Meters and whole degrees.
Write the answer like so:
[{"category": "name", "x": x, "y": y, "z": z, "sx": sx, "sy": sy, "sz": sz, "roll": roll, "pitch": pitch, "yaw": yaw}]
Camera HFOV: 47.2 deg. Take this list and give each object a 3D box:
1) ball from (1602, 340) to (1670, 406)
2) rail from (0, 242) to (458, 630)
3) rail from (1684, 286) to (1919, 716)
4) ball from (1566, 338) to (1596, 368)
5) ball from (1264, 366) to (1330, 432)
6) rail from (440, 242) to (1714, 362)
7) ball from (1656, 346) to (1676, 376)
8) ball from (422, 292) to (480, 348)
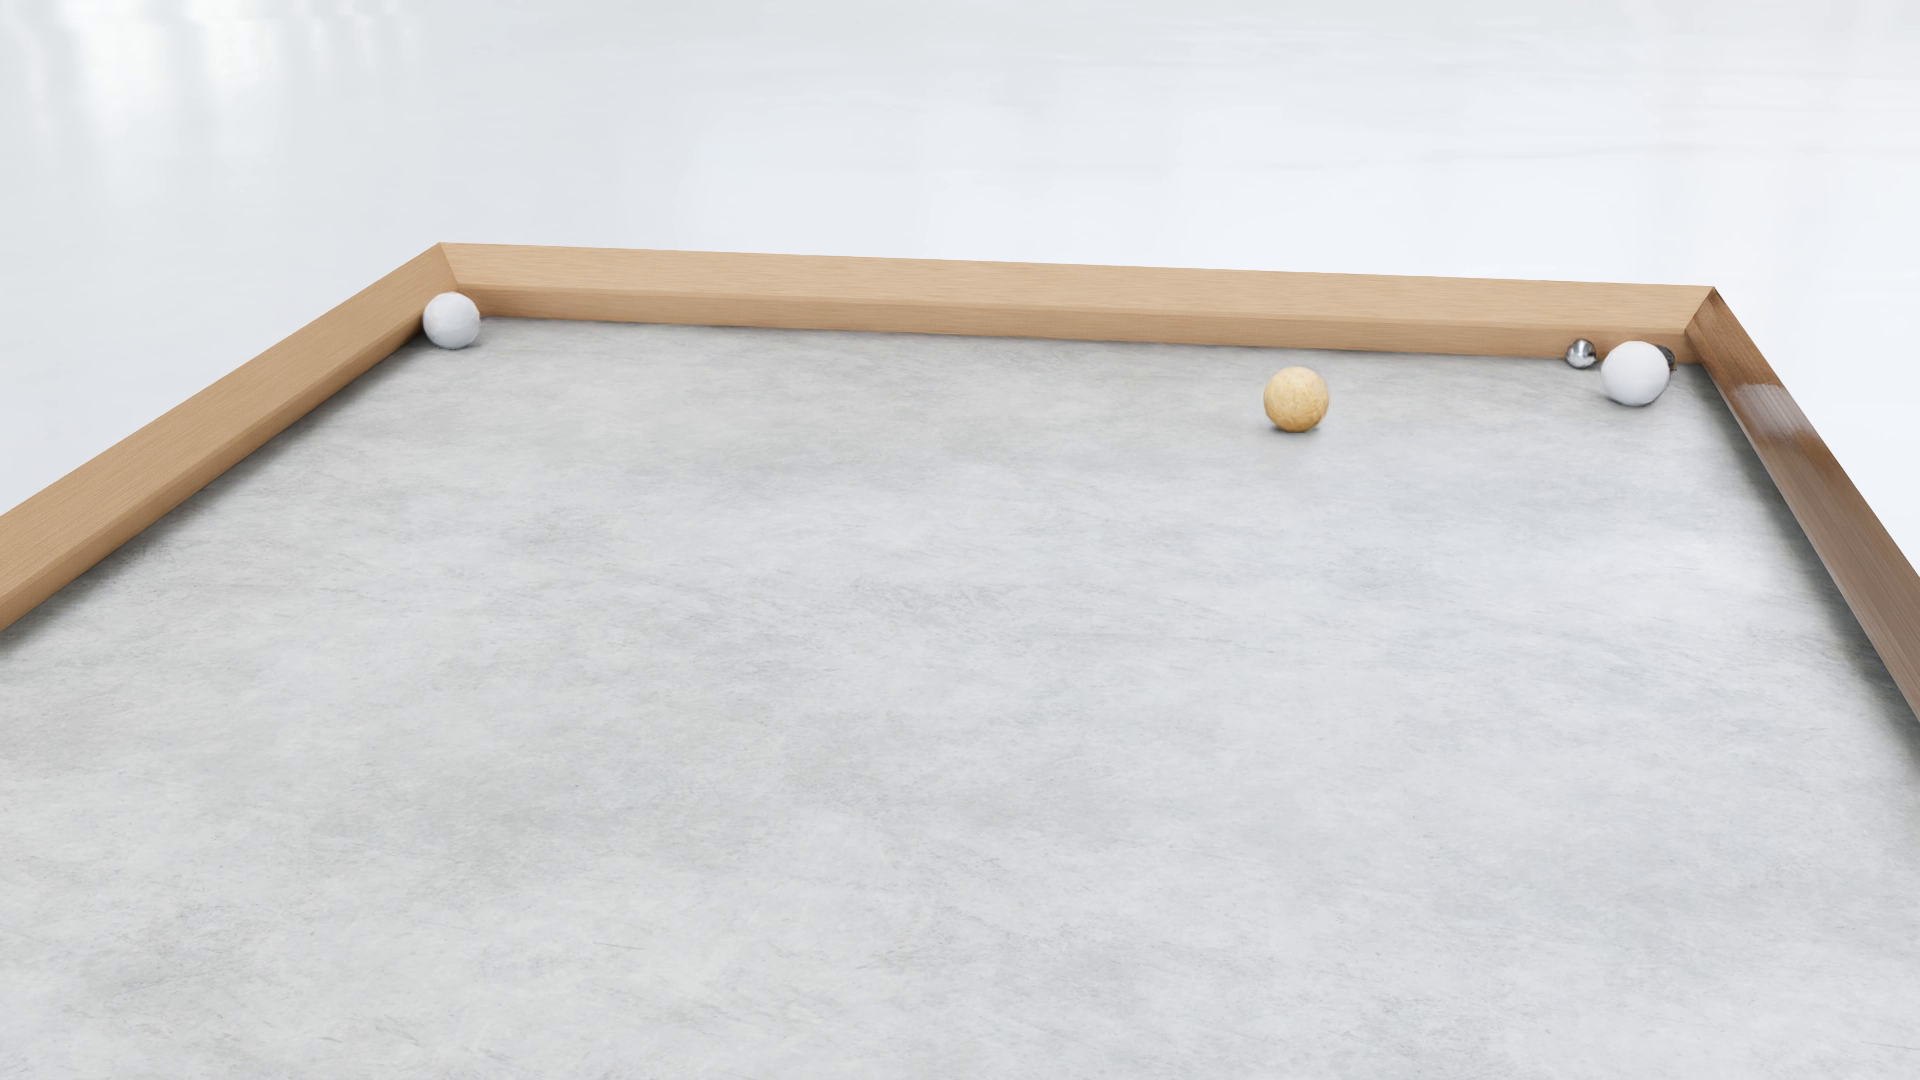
[{"category": "ball", "x": 0.979, "y": -0.242, "z": 3.189, "sx": 0.094, "sy": 0.094, "sz": 0.094, "roll": 0, "pitch": 21, "yaw": 0}, {"category": "rail", "x": -1.131, "y": 0.280, "z": 1.774, "sx": 0.045, "sy": 0.122, "sz": 4.060, "roll": 3, "pitch": 21, "yaw": 8}, {"category": "rail", "x": 0.839, "y": 0.382, "z": 1.507, "sx": 0.045, "sy": 0.122, "sz": 4.060, "roll": 3, "pitch": 21, "yaw": 8}, {"category": "ball", "x": 0.953, "y": -0.286, "z": 3.373, "sx": 0.045, "sy": 0.045, "sz": 0.045, "roll": 0, "pitch": 21, "yaw": 0}, {"category": "ball", "x": 0.470, "y": -0.197, "z": 3.075, "sx": 0.091, "sy": 0.091, "sz": 0.091, "roll": 0, "pitch": 21, "yaw": 0}, {"category": "rail", "x": 0.143, "y": -0.375, "z": 3.497, "sx": 2.037, "sy": 0.122, "sz": 0.045, "roll": 3, "pitch": 21, "yaw": 8}, {"category": "ball", "x": 1.054, "y": -0.268, "z": 3.319, "sx": 0.050, "sy": 0.050, "sz": 0.050, "roll": 0, "pitch": 21, "yaw": 0}, {"category": "ball", "x": -0.802, "y": -0.346, "z": 3.470, "sx": 0.089, "sy": 0.089, "sz": 0.089, "roll": 0, "pitch": 21, "yaw": 0}]
